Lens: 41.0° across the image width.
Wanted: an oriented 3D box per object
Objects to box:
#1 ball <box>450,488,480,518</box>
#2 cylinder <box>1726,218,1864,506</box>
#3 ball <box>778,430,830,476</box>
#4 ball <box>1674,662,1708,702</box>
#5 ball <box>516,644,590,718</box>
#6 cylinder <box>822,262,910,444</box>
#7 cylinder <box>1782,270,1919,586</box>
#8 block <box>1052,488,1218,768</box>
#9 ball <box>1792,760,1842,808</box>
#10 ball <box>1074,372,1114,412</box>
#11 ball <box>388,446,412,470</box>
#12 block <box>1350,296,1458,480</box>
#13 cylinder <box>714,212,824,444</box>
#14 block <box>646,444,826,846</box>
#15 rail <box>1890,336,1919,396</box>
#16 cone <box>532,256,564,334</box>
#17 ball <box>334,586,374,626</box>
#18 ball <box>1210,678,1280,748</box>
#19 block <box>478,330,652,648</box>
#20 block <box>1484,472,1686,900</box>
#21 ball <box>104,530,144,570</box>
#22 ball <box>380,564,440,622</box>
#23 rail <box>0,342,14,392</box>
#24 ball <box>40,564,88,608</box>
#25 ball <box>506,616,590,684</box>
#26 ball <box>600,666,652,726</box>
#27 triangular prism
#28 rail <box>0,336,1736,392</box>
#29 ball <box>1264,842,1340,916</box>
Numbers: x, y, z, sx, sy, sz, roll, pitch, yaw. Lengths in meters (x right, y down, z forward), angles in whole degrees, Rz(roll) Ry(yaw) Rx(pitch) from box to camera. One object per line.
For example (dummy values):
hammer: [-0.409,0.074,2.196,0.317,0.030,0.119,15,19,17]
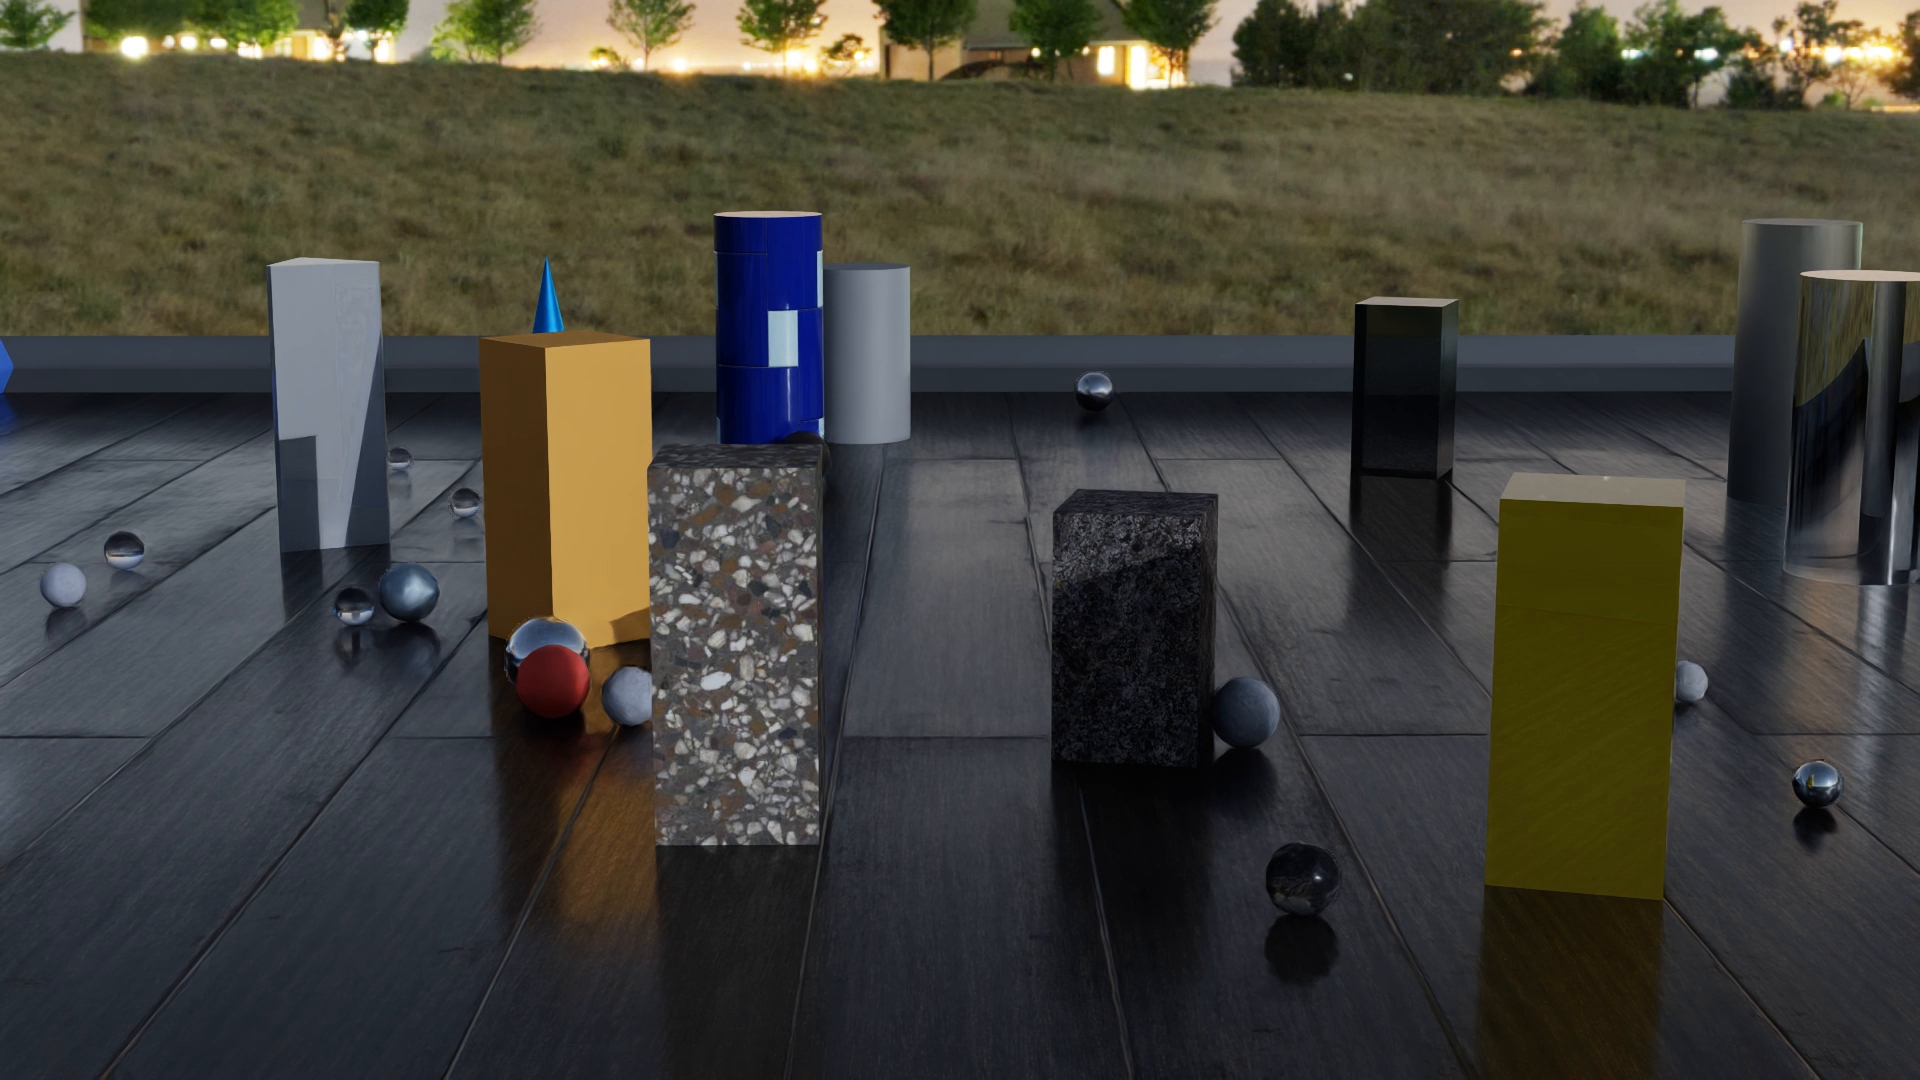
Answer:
ball: [-0.803,-0.060,4.160,0.050,0.050,0.050,0,11,0]
cylinder: [1.405,-0.302,4.322,0.193,0.465,0.193,0,11,0]
ball: [-0.276,-0.144,4.484,0.096,0.096,0.096,0,11,0]
ball: [0.838,0.164,2.959,0.048,0.048,0.048,0,11,0]
ball: [-0.458,0.159,2.888,0.083,0.083,0.083,0,11,0]
cylinder: [-0.194,-0.369,5.037,0.193,0.336,0.193,0,11,0]
cylinder: [1.295,-0.165,3.683,0.193,0.429,0.193,0,11,0]
block: [0.189,0.091,2.753,0.155,0.266,0.155,2,11,12]
ball: [0.849,0.242,2.542,0.046,0.046,0.046,0,11,0]
ball: [0.285,-0.313,5.429,0.083,0.083,0.083,0,11,0]
ball: [-1.015,-0.147,4.642,0.044,0.044,0.044,0,11,0]
block: [0.800,-0.276,4.616,0.155,0.307,0.155,4,11,21]
cylinder: [-0.342,-0.352,4.604,0.193,0.462,0.193,0,11,0]
block: [-0.211,0.097,2.466,0.155,0.360,0.155,0,11,-1]
rail: [2.110,0.030,3.461,0.045,0.126,4.684,0,11,0]
cone: [-0.573,-0.167,3.597,0.193,0.465,0.193,0,11,0]
ball: [-0.795,0.086,3.364,0.053,0.053,0.053,0,11,0]
ball: [0.307,0.186,2.763,0.076,0.076,0.076,0,11,0]
block: [-0.500,-0.066,3.274,0.155,0.384,0.155,-9,14,-41]
block: [0.567,0.127,2.324,0.155,0.352,0.155,3,11,16]
ball: [-1.216,0.015,3.732,0.057,0.057,0.057,0,11,0]
ball: [-0.727,0.070,3.385,0.077,0.077,0.077,0,11,0]
rail: [-2.110,0.035,3.437,0.045,0.126,4.684,0,11,0]
ball: [-1.214,0.062,3.474,0.061,0.061,0.061,0,11,0]
ball: [-0.478,0.136,2.976,0.097,0.097,0.097,0,11,0]
ball: [-0.367,0.174,2.856,0.066,0.066,0.066,0,11,0]
triangular prism: [-0.984,-0.213,3.937,0.167,0.431,0.145,-5,12,-27]
rail: [-0.013,-0.391,5.728,4.268,0.126,0.045,0,11,0]
ball: [0.296,0.293,2.219,0.064,0.064,0.064,0,11,0]
